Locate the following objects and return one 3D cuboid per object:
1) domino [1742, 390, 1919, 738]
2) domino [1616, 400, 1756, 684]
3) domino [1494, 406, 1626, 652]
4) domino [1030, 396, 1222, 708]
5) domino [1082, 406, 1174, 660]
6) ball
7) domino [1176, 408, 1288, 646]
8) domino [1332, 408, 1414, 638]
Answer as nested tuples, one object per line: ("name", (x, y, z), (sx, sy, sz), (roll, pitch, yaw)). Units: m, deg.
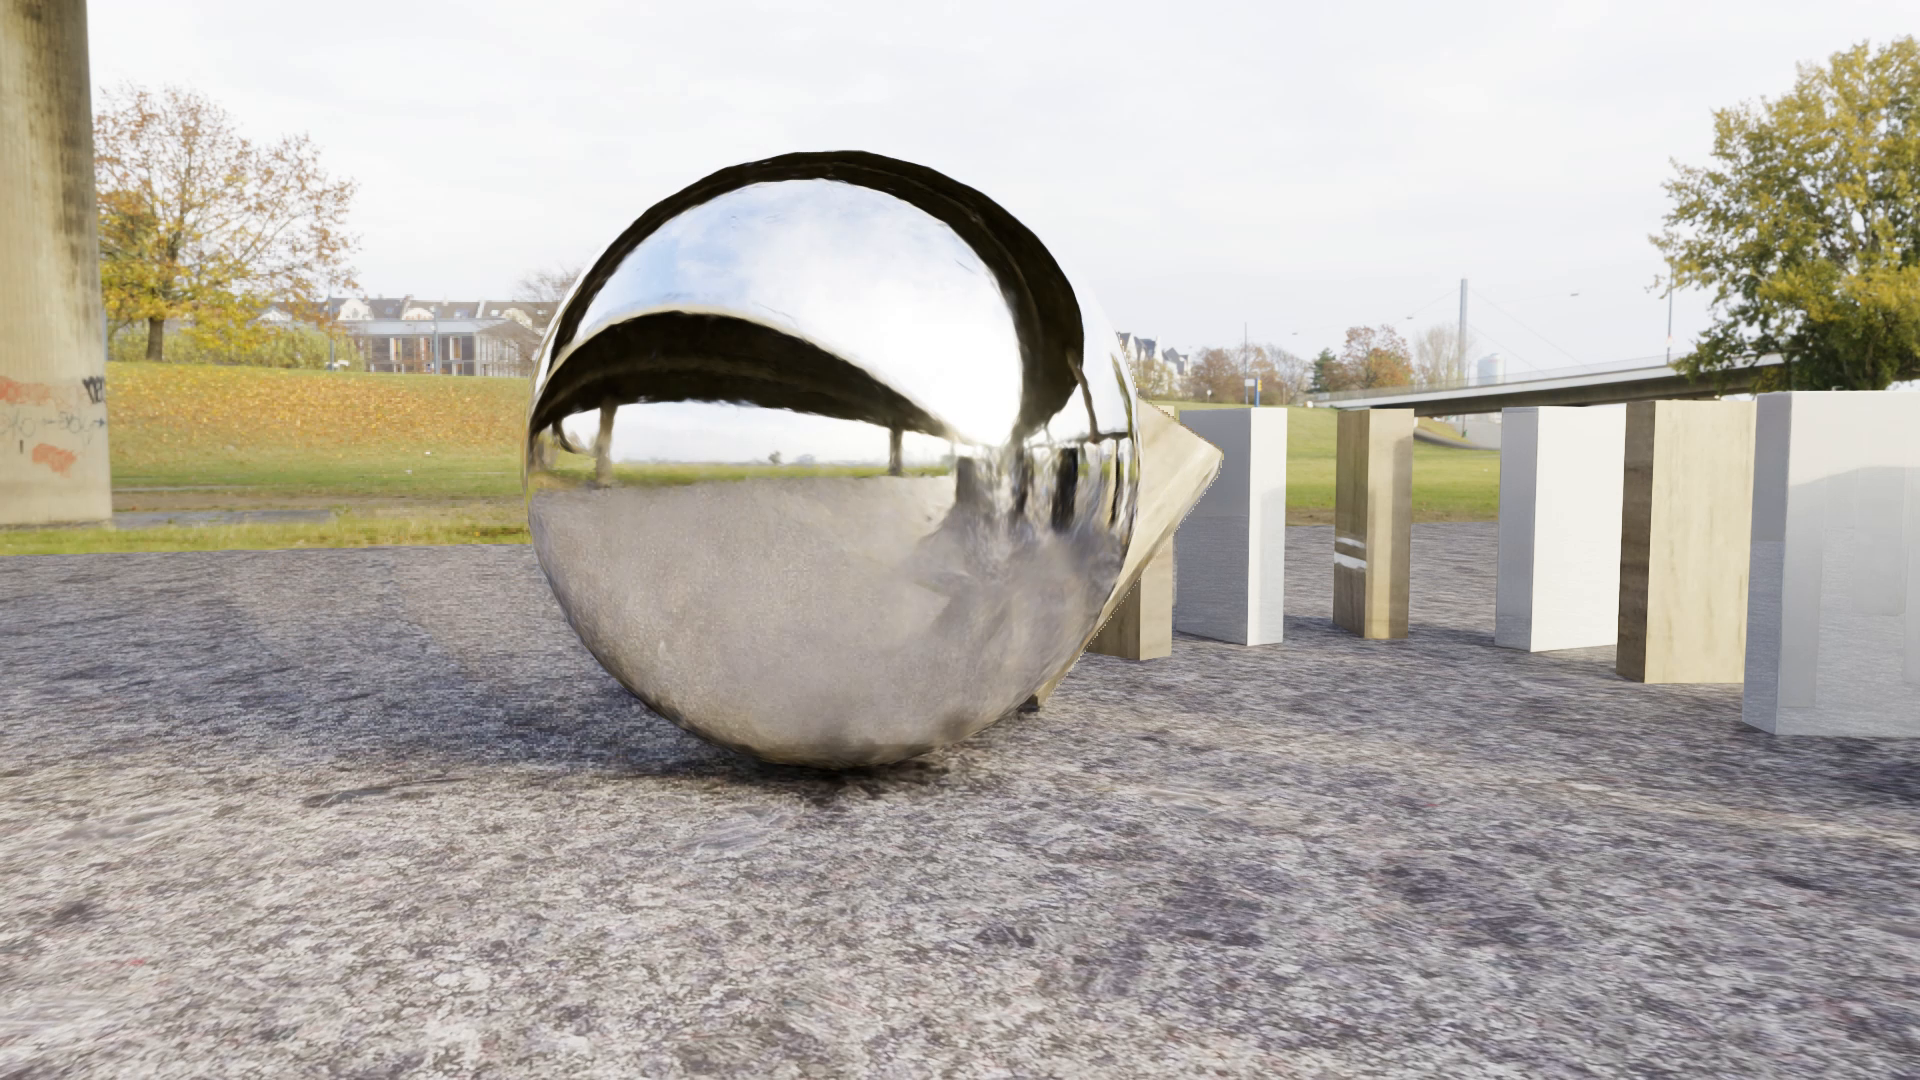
("domino", (0.132, 0.003, 0.189), (0.025, 0.050, 0.010), (0, 4, 5))
("domino", (0.134, 0.000, 0.232), (0.025, 0.050, 0.010), (0, 4, -2))
("domino", (0.126, -0.003, 0.270), (0.025, 0.050, 0.010), (-2, 5, -24))
("domino", (0.018, -0.001, 0.211), (0.025, 0.050, 0.010), (36, -12, 15))
("domino", (0.031, -0.002, 0.263), (0.009, 0.050, 0.025), (-4, 6, -41))
("ball", (-0.016, -0.010, 0.170), (0.080, 0.080, 0.080), (0, 4, 0))
("domino", (0.059, -0.004, 0.282), (0.009, 0.050, 0.025), (-2, 5, -27))
("domino", (0.093, -0.004, 0.291), (0.010, 0.050, 0.025), (0, 4, 1))
